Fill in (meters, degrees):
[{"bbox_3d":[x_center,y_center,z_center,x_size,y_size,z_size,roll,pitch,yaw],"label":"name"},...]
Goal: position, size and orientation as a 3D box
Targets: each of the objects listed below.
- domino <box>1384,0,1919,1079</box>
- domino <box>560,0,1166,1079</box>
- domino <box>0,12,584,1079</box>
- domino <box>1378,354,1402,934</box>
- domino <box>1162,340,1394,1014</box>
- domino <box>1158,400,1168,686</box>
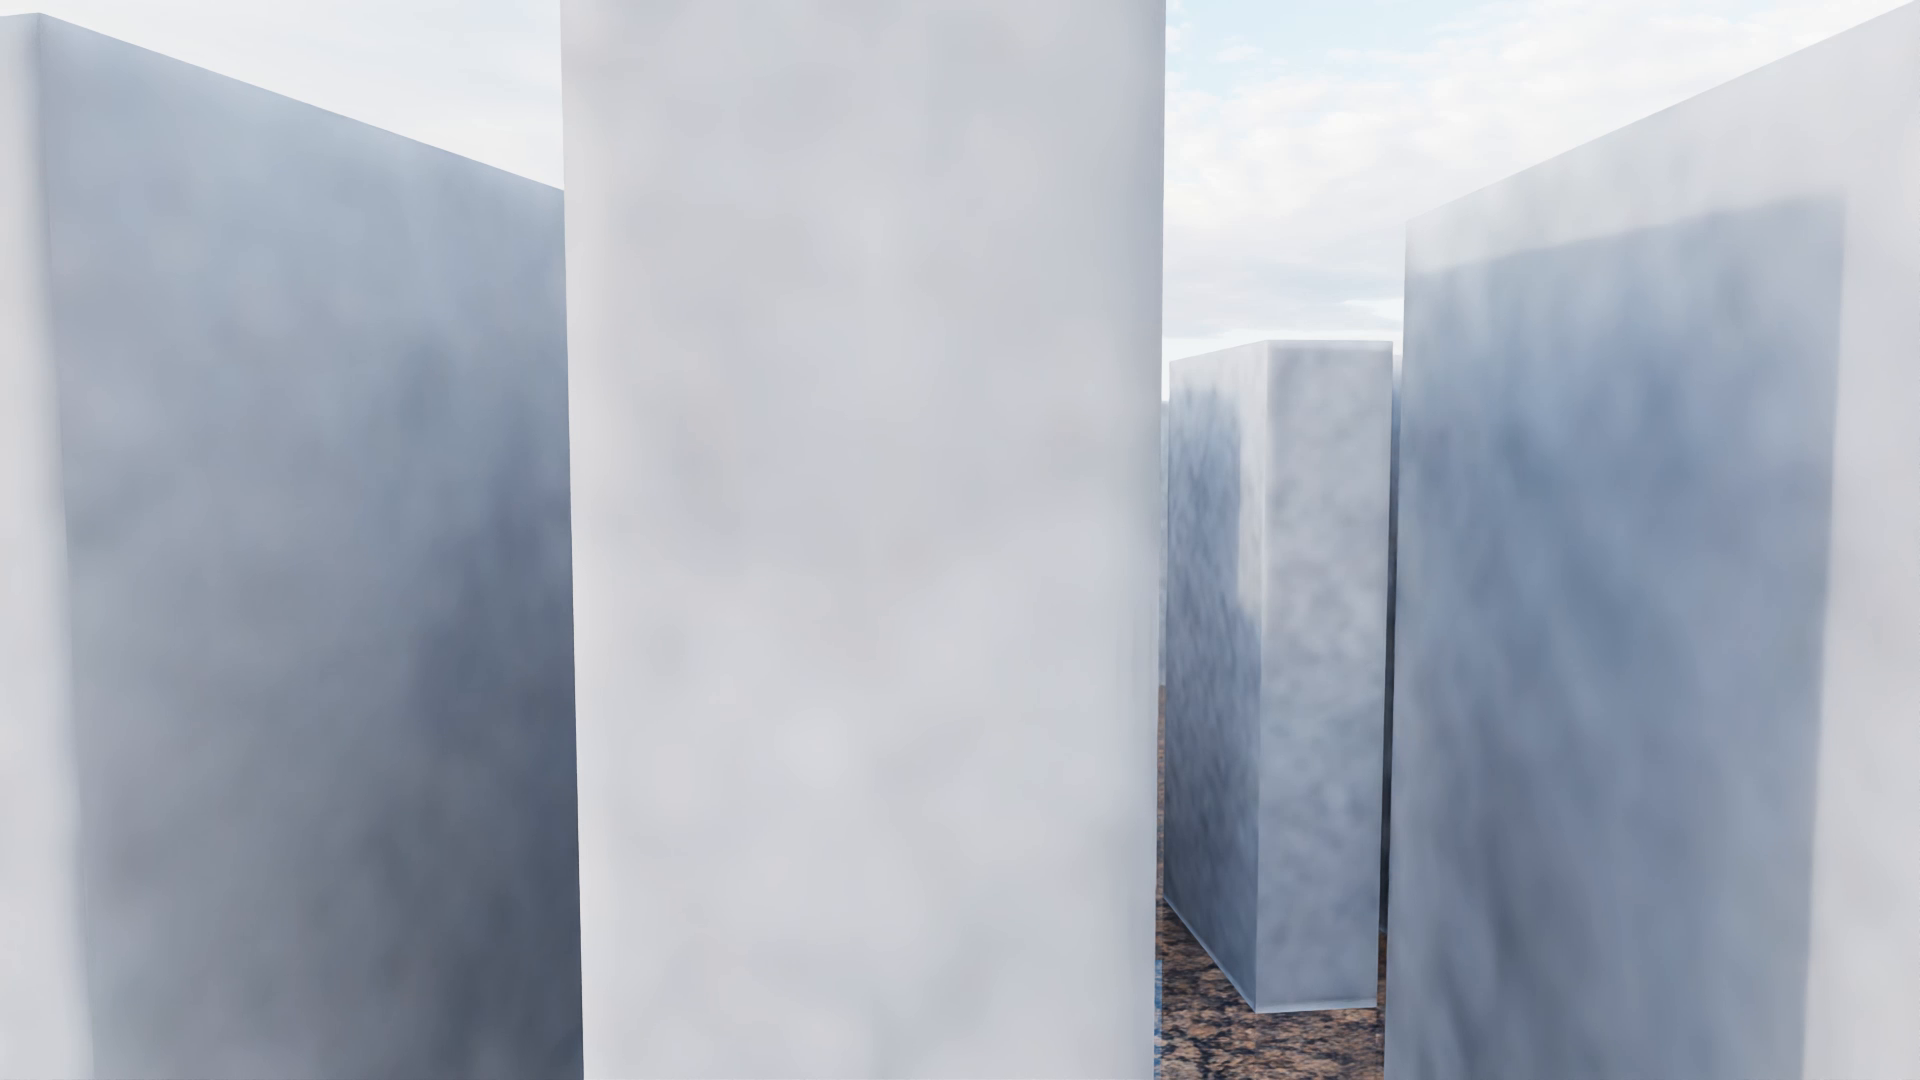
[{"bbox_3d":[0.020,0.015,0.033,0.010,0.050,0.025,0,4,-3],"label":"domino"},{"bbox_3d":[0.000,0.015,0.034,0.010,0.050,0.025,1,4,8],"label":"domino"},{"bbox_3d":[-0.017,0.015,0.037,0.010,0.050,0.025,1,4,15],"label":"domino"},{"bbox_3d":[0.042,0.009,0.110,0.009,0.050,0.025,-1,4,-16],"label":"domino"},{"bbox_3d":[0.025,0.010,0.107,0.009,0.050,0.025,-1,4,-7],"label":"domino"},{"bbox_3d":[0.033,0.000,0.237,0.009,0.050,0.025,-1,4,-8],"label":"domino"}]
